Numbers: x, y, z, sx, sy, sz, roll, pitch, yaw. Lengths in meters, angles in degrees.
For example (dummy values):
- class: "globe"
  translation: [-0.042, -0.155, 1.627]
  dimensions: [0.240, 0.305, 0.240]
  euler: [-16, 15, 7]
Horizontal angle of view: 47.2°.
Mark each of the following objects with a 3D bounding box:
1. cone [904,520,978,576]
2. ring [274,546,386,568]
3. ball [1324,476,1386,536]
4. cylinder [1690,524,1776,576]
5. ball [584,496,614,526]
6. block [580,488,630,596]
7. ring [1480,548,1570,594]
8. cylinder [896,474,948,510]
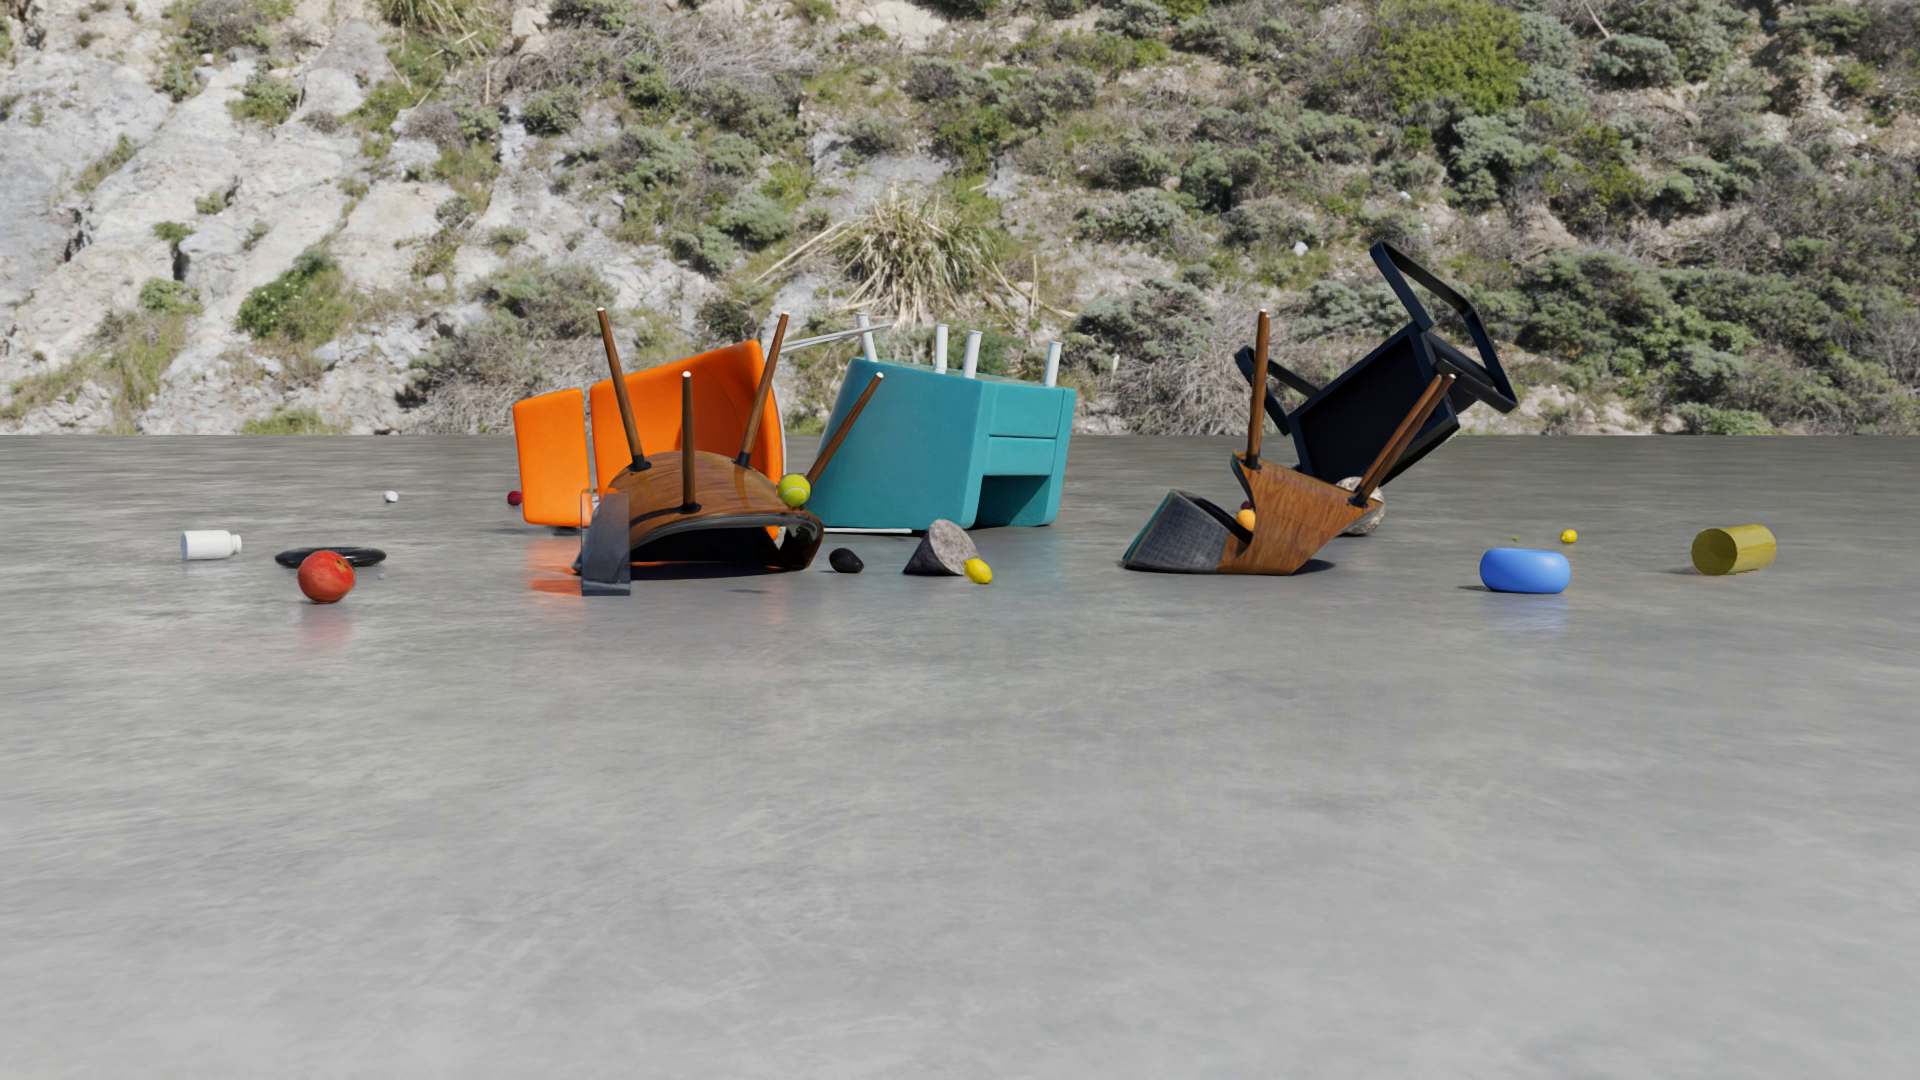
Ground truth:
- class: "cone"
  translation: [-0.078, 0.048, 5.349]
  dimensions: [0.165, 0.143, 0.186]
  euler: [-26, -28, 31]
- class: "ring"
  translation: [-1.602, 0.044, 5.598]
  dimensions: [0.276, 0.043, 0.201]
  euler: [-1, 5, -12]
- class: "ball"
  translation: [1.205, -0.102, 6.711]
  dimensions: [0.182, 0.182, 0.182]
  euler: [0, 4, 0]
- class: "cylinder"
  translation: [1.891, 0.023, 5.371]
  dimensions: [0.113, 0.116, 0.256]
  euler: [-19, -10, 40]
- class: "ball"
  translation: [-1.188, -0.098, 7.250]
  dimensions: [0.099, 0.099, 0.099]
  euler: [0, 4, 0]
- class: "block"
  translation: [-0.787, 0.002, 4.882]
  dimensions: [0.105, 0.224, 0.236]
  euler: [-1, 4, -9]
- class: "ring"
  translation: [1.255, 0.069, 4.889]
  dimensions: [0.153, 0.092, 0.210]
  euler: [-1, 5, -43]
- class: "cylinder"
  translation: [-0.142, -0.184, 8.287]
  dimensions: [0.147, 0.129, 0.136]
  euler: [-4, 1, 33]
